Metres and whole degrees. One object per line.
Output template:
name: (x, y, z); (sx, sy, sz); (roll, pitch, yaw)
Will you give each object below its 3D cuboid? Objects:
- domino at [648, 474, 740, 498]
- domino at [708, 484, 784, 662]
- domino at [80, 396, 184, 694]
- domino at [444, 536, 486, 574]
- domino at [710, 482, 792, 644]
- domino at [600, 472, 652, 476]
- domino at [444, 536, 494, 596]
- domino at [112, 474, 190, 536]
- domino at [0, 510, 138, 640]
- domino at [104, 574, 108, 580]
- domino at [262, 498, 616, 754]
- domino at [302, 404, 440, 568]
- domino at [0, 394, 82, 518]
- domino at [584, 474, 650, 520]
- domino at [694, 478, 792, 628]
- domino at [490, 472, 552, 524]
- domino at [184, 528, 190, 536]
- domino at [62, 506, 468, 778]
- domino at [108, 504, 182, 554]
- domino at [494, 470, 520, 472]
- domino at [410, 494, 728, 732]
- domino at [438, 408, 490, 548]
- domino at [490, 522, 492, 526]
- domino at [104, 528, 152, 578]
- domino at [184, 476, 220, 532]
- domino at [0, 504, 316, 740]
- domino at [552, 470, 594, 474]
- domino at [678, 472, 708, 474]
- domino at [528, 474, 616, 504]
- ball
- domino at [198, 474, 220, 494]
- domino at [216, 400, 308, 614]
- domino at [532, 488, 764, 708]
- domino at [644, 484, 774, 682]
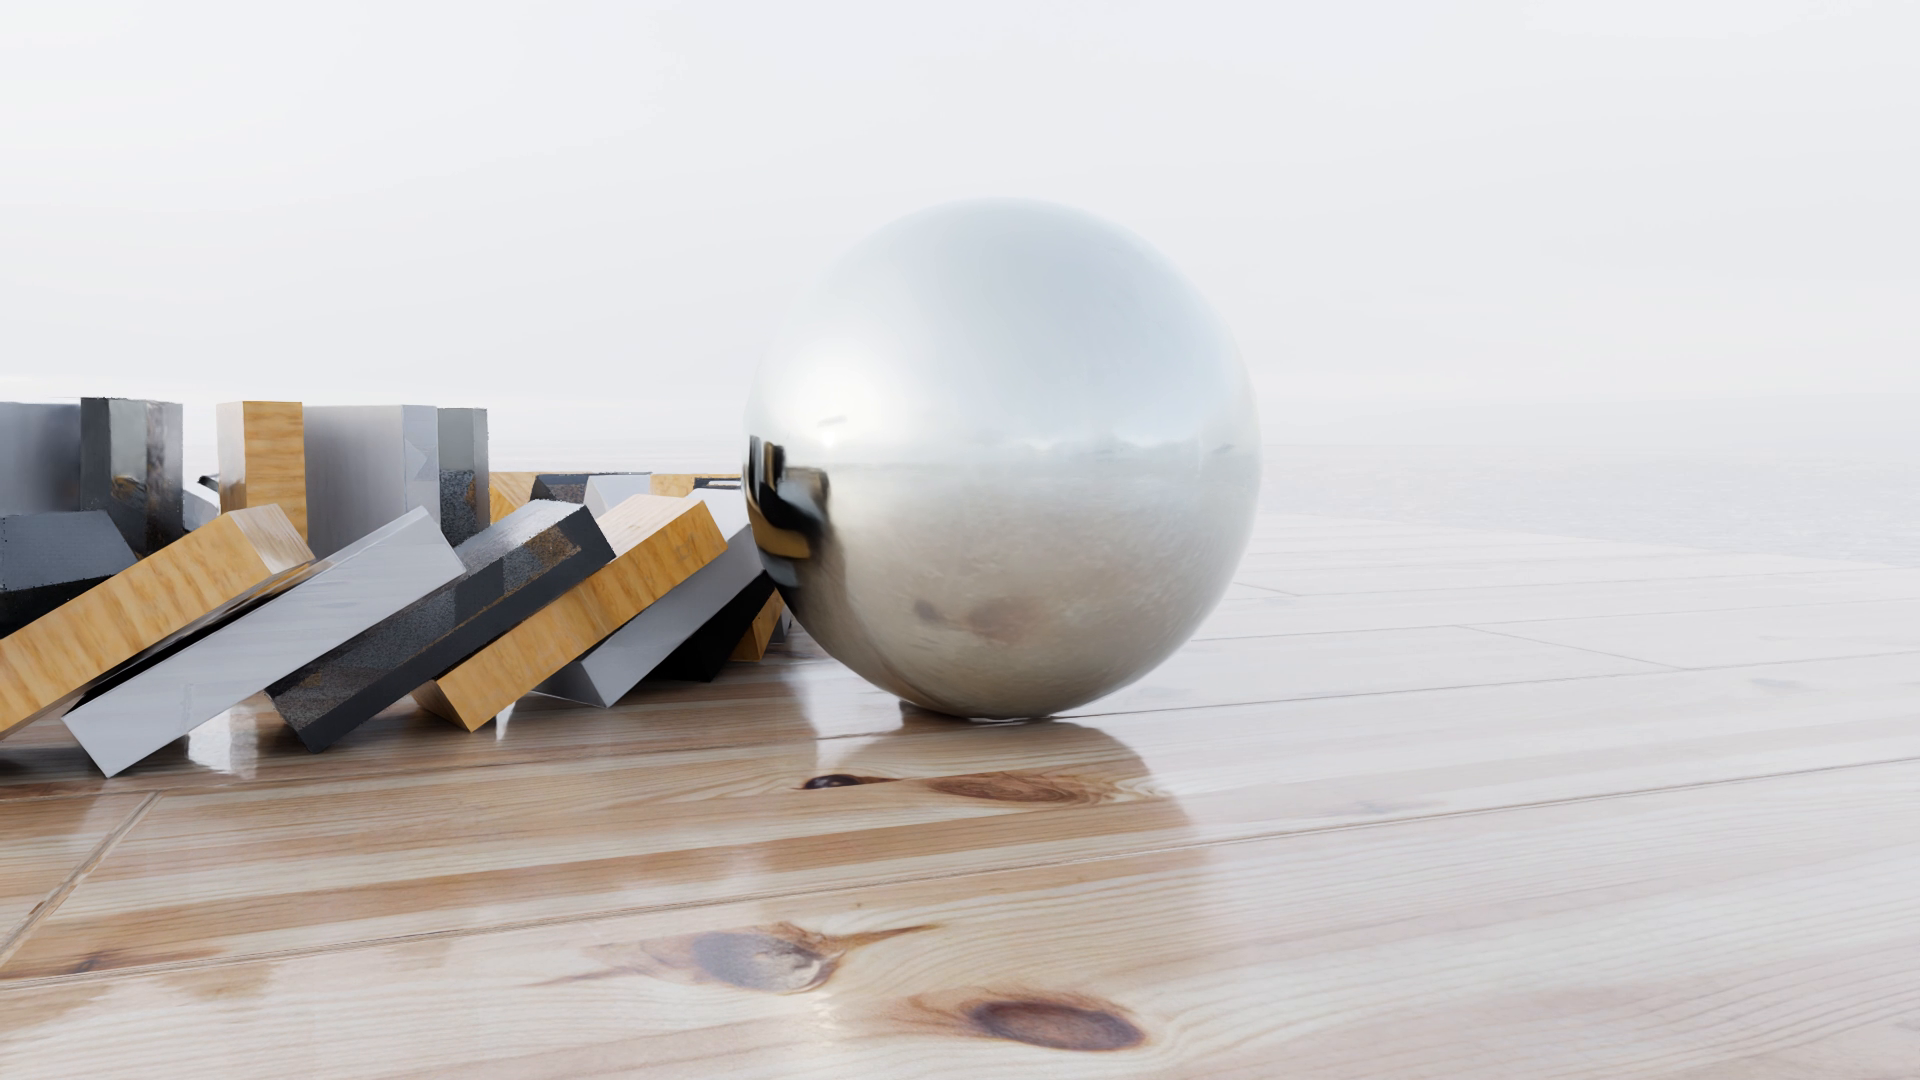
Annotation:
domino: (-0.064, 0.001, 0.331); (0.025, 0.009, 0.050); (-2, 36, -22)
domino: (-0.048, 0.006, 0.271); (0.025, 0.009, 0.050); (1, 34, 10)
domino: (-0.146, 0.000, 0.228); (0.009, 0.050, 0.025); (1, 4, -19)
domino: (-0.180, -0.006, 0.429); (0.050, 0.009, 0.025); (29, 0, -9)
domino: (-0.049, 0.004, 0.292); (0.025, 0.009, 0.050); (0, 35, 3)
domino: (-0.097, -0.006, 0.429); (0.050, 0.009, 0.025); (34, 18, 22)
domino: (-0.159, -0.002, 0.368); (0.050, 0.009, 0.025); (31, 2, -6)
domino: (-0.238, -0.004, 0.404); (0.050, 0.009, 0.025); (31, -11, -25)
domino: (-0.135, 0.014, 0.162); (0.050, 0.009, 0.025); (-30, 4, 3)
domino: (-0.227, 0.001, 0.300); (0.025, 0.009, 0.050); (2, -34, 23)
domino: (-0.080, 0.011, 0.196); (0.050, 0.010, 0.025); (-37, 24, -28)
domino: (-0.116, -0.001, 0.254); (0.025, 0.050, 0.009); (1, 5, 18)
domino: (-0.164, 0.000, 0.225); (0.009, 0.050, 0.025); (10, 6, 8)
domino: (-0.080, 0.000, 0.347); (0.025, 0.010, 0.050); (-3, 36, -38)
domino: (-0.053, 0.002, 0.312); (0.025, 0.009, 0.050); (0, 35, -7)
domino: (-0.115, -0.002, 0.369); (0.050, 0.009, 0.025); (38, 22, 25)
domino: (-0.212, -0.001, 0.338); (0.025, 0.009, 0.050); (5, -28, 49)
domino: (-0.096, 0.012, 0.181); (0.050, 0.009, 0.025); (-33, 17, -19)
domino: (-0.253, -0.003, 0.390); (0.050, 0.010, 0.025); (33, -15, -32)
domino: (-0.138, -0.007, 0.436); (0.050, 0.009, 0.025); (31, 9, 6)
domino: (-0.065, 0.010, 0.210); (0.050, 0.009, 0.025); (-39, 27, -31)
domino: (-0.115, -0.003, 0.275); (0.025, 0.050, 0.010); (0, 4, -3)
domino: (-0.136, -0.003, 0.374); (0.050, 0.009, 0.025); (35, 15, 15)
domino: (-0.221, 0.000, 0.320); (0.025, 0.010, 0.050); (3, -31, 34)
domino: (-0.198, -0.002, 0.355); (0.050, 0.009, 0.025); (33, -7, -19)
domino: (-0.114, 0.013, 0.170); (0.050, 0.009, 0.025); (-33, 12, -11)
domino: (-0.117, -0.007, 0.435); (0.050, 0.009, 0.025); (33, 15, 17)
domino: (-0.078, -0.005, 0.420); (0.050, 0.009, 0.025); (36, 22, 27)
domino: (-0.097, -0.001, 0.359); (0.025, 0.009, 0.050); (-5, 37, -47)
ball: (0.006, -0.012, 0.200); (0.080, 0.080, 0.080); (0, 4, 0)
domino: (-0.219, -0.005, 0.415); (0.050, 0.009, 0.025); (30, -6, -19)
domino: (-0.129, 0.000, 0.238); (0.009, 0.050, 0.025); (-4, 6, -39)
domino: (-0.054, 0.009, 0.228); (0.025, 0.009, 0.050); (4, 37, 40)
domino: (-0.049, 0.007, 0.250); (0.025, 0.009, 0.050); (2, 36, 21)
